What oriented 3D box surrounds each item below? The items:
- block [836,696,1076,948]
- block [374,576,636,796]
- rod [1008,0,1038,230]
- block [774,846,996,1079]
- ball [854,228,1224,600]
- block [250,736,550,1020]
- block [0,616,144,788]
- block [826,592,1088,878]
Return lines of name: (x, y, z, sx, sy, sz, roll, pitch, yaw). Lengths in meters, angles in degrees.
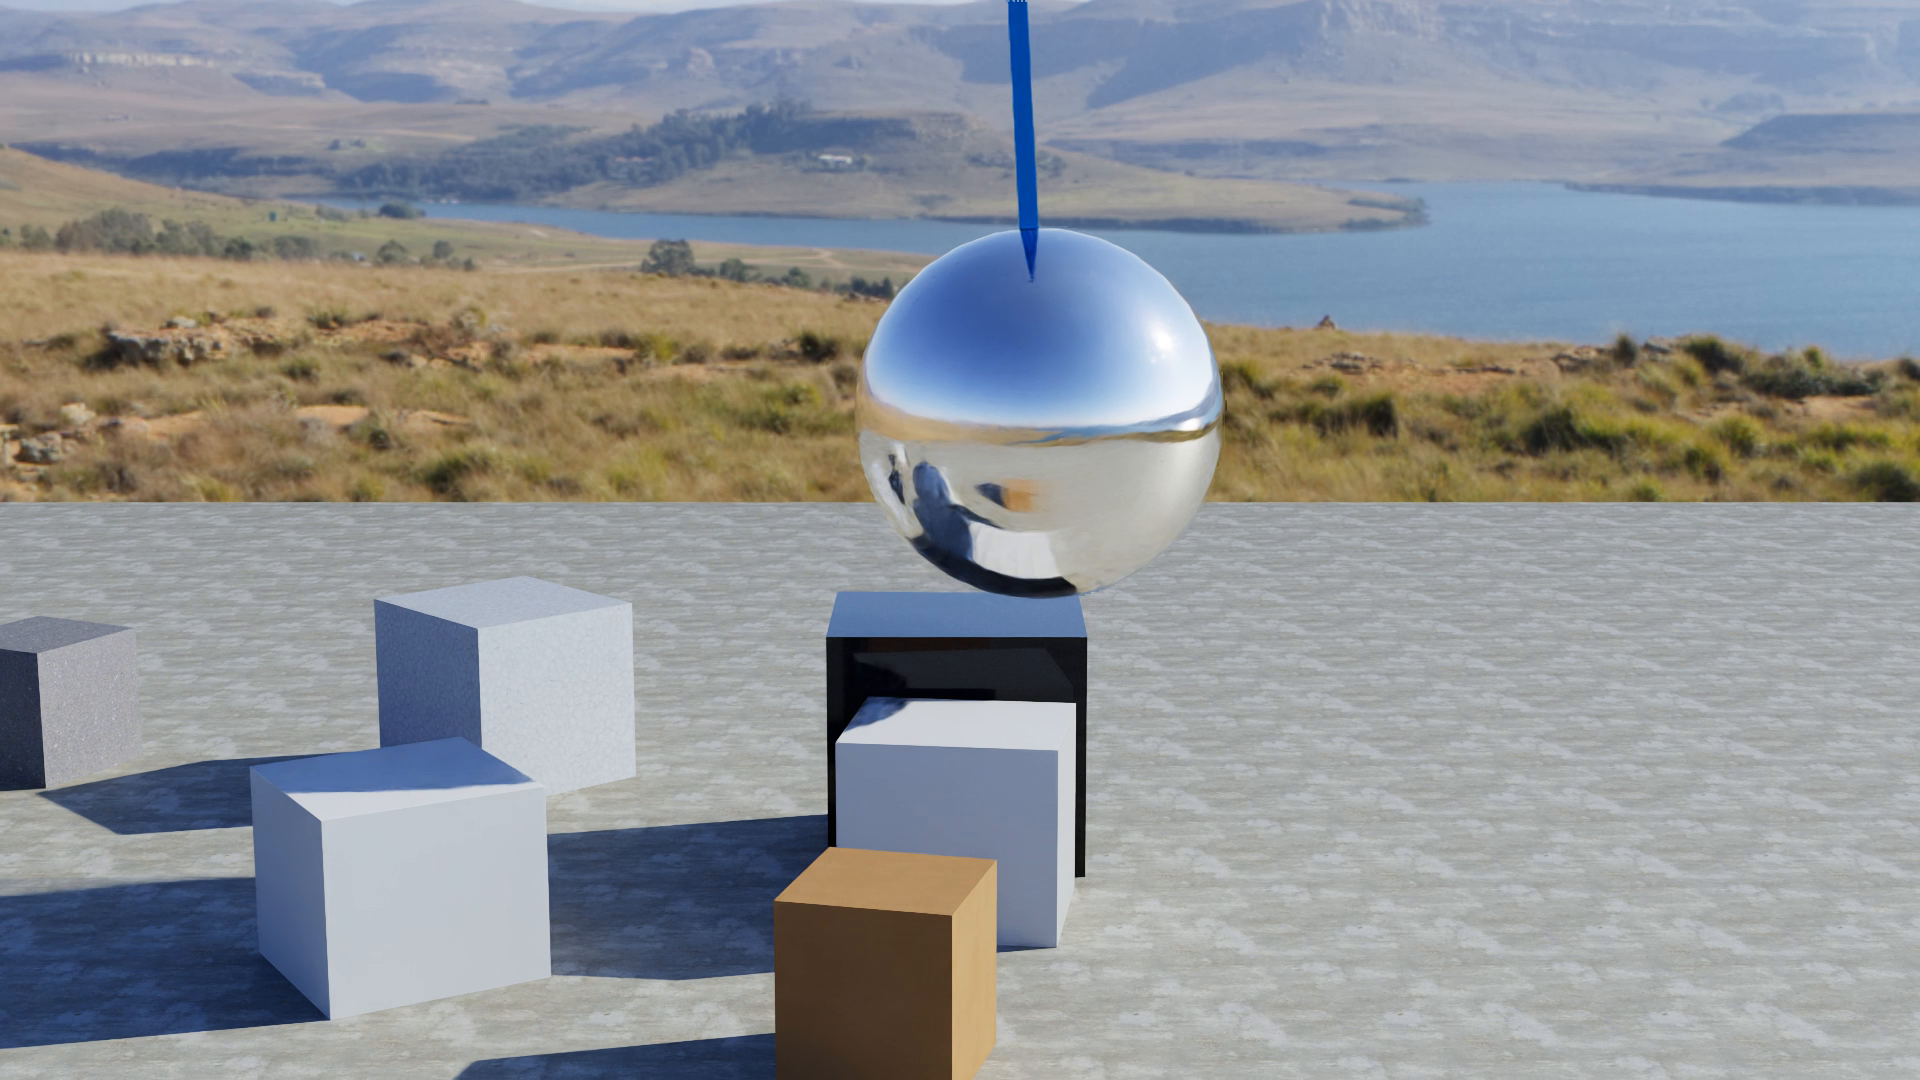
block: (-0.003, 1.171, 10.810, 0.908, 0.829, 0.789, 1, 10, 8)
block: (-2.297, 0.746, 12.959, 0.894, 0.895, 0.969, -9, 14, -42)
rod: (0.147, -3.884, 10.474, 0.080, 5.200, 0.080, -3, 10, 1)
block: (-0.254, 1.544, 9.121, 0.635, 0.700, 0.644, 3, 11, 14)
ball: (0.339, -0.544, 11.081, 1.600, 1.600, 1.600, 0, 10, 0)
block: (-2.224, 1.313, 10.175, 0.888, 0.777, 0.897, -6, 12, -31)
block: (-4.702, 0.818, 13.144, 0.676, 0.688, 0.667, 5, 11, 26)
block: (-0.012, 0.868, 11.752, 1.138, 1.087, 0.994, 0, 10, 0)
